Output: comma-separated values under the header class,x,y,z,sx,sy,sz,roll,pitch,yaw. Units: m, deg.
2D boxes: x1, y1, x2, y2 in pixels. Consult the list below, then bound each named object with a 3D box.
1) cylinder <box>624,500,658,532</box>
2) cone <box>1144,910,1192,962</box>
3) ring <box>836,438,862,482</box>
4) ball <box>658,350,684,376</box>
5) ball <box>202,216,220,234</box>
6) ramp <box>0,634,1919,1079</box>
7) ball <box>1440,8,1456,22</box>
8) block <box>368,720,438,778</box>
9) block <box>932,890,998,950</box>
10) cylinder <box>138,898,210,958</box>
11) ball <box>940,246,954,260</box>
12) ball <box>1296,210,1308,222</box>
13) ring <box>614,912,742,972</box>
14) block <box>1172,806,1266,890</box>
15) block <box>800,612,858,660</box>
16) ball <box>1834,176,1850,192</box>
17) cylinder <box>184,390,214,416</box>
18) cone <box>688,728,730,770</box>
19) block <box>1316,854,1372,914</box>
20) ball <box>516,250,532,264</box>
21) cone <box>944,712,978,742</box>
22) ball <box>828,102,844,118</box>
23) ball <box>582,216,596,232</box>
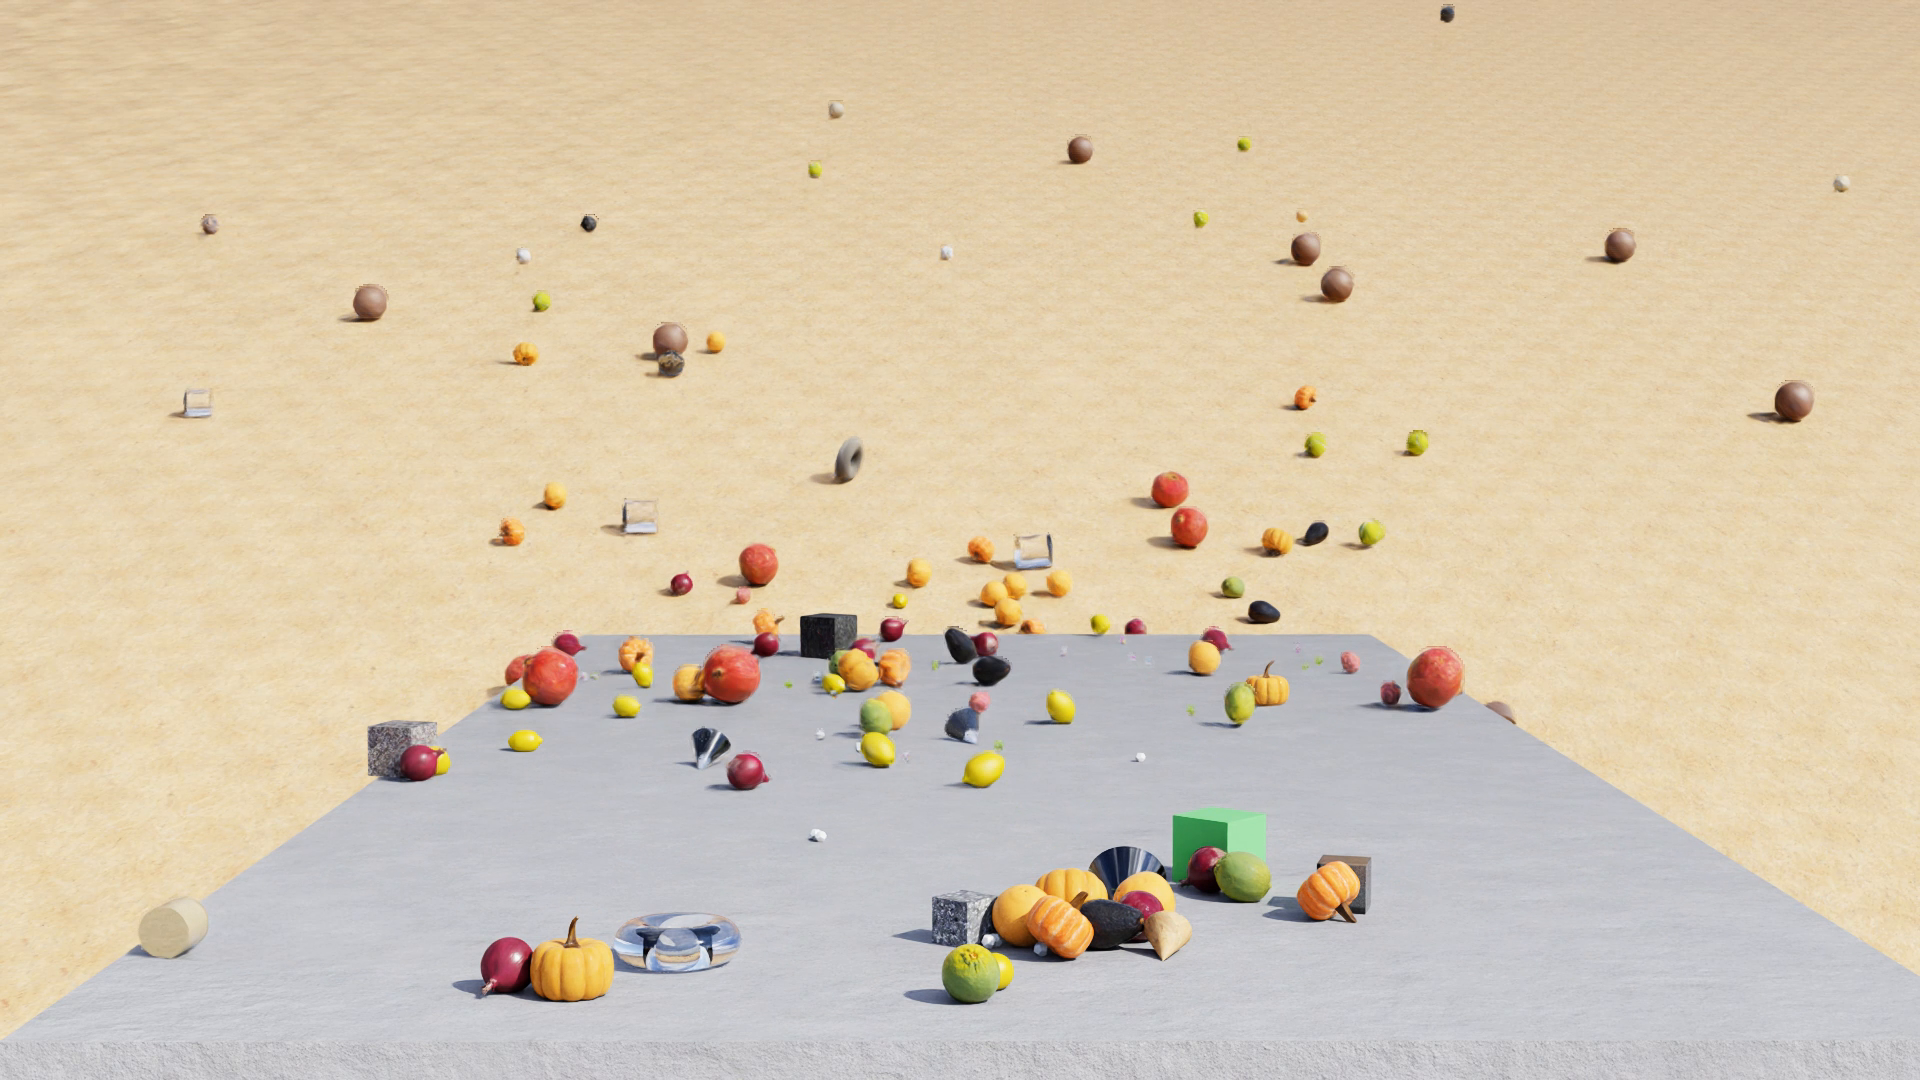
class,x,y,z,sx,sy,sz,roll,pitch,yaw
cylinder,-0.936,-0.069,7.534,0.093,0.093,0.093,-1,20,0
cone,0.232,0.459,2.905,0.056,0.056,0.056,3,31,9
ring,-0.346,-0.247,7.977,0.046,0.139,0.139,16,24,18
ball,-1.022,-0.625,9.085,0.093,0.093,0.093,0,20,0
ball,-3.267,-1.371,11.189,0.077,0.077,0.077,0,20,0
ramp,0.046,0.418,4.535,2.000,0.100,4.000,0,4,0
ball,3.243,-3.495,17.076,0.099,0.099,0.099,0,20,0
block,-0.922,0.345,4.246,0.082,0.082,0.082,1,4,19
block,0.006,0.440,2.978,0.054,0.054,0.054,3,5,41
cylinder,-0.895,0.442,2.924,0.059,0.059,0.059,2,4,6
ball,-0.057,-1.204,10.753,0.057,0.057,0.057,0,20,0
ball,1.522,-1.441,11.413,0.056,0.056,0.056,0,20,0
ring,-0.317,0.450,2.879,0.143,0.048,0.143,-1,2,0
block,0.337,0.400,3.341,0.087,0.087,0.087,3,5,41
block,-0.307,0.225,6.013,0.097,0.097,0.097,2,4,31
ball,4.127,-1.666,12.014,0.076,0.076,0.076,0,20,0
cylinder,-2.560,-0.459,8.635,0.085,0.085,0.085,-2,20,-6
cone,-0.429,0.366,4.313,0.072,0.072,0.072,3,31,8
block,0.474,0.425,3.165,0.060,0.060,0.060,1,4,16
ball,-1.815,-1.179,10.681,0.059,0.059,0.059,0,20,0
cone,0.017,0.348,4.605,0.067,0.067,0.067,-11,14,-29
ball,-0.663,-2.308,13.783,0.090,0.090,0.090,0,20,0
ball,-1.623,-1.383,11.238,0.068,0.068,0.068,0,20,0
